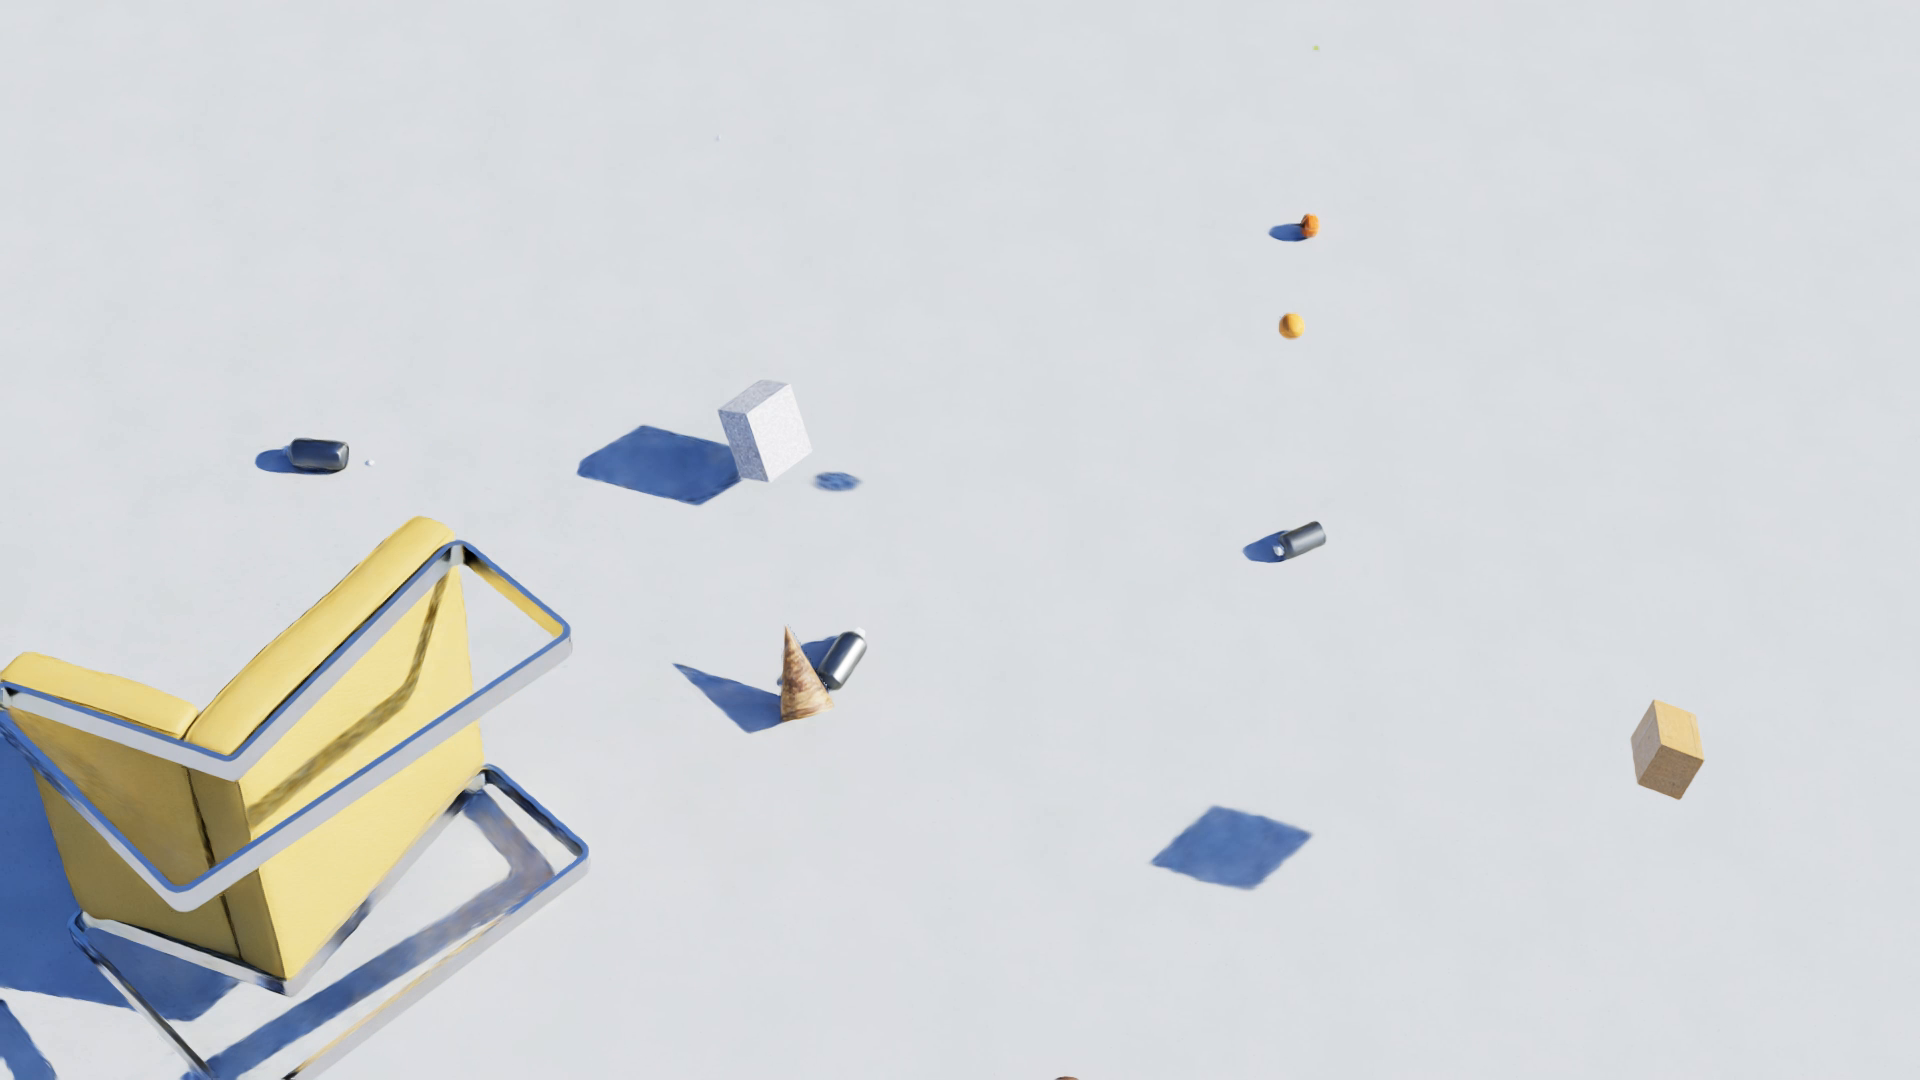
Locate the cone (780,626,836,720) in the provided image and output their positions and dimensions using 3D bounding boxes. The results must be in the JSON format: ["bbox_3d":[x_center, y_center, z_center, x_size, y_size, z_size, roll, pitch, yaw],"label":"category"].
[{"bbox_3d":[-0.459,0.360,6.171,0.161,0.129,0.261,-14,98,-5],"label":"cone"}]

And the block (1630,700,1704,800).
[{"bbox_3d":[1.757,0.519,5.467,0.112,0.129,0.209,21,30,1],"label":"block"}]

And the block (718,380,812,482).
[{"bbox_3d":[-0.582,-0.327,6.565,0.128,0.232,0.191,11,38,41],"label":"block"}]
